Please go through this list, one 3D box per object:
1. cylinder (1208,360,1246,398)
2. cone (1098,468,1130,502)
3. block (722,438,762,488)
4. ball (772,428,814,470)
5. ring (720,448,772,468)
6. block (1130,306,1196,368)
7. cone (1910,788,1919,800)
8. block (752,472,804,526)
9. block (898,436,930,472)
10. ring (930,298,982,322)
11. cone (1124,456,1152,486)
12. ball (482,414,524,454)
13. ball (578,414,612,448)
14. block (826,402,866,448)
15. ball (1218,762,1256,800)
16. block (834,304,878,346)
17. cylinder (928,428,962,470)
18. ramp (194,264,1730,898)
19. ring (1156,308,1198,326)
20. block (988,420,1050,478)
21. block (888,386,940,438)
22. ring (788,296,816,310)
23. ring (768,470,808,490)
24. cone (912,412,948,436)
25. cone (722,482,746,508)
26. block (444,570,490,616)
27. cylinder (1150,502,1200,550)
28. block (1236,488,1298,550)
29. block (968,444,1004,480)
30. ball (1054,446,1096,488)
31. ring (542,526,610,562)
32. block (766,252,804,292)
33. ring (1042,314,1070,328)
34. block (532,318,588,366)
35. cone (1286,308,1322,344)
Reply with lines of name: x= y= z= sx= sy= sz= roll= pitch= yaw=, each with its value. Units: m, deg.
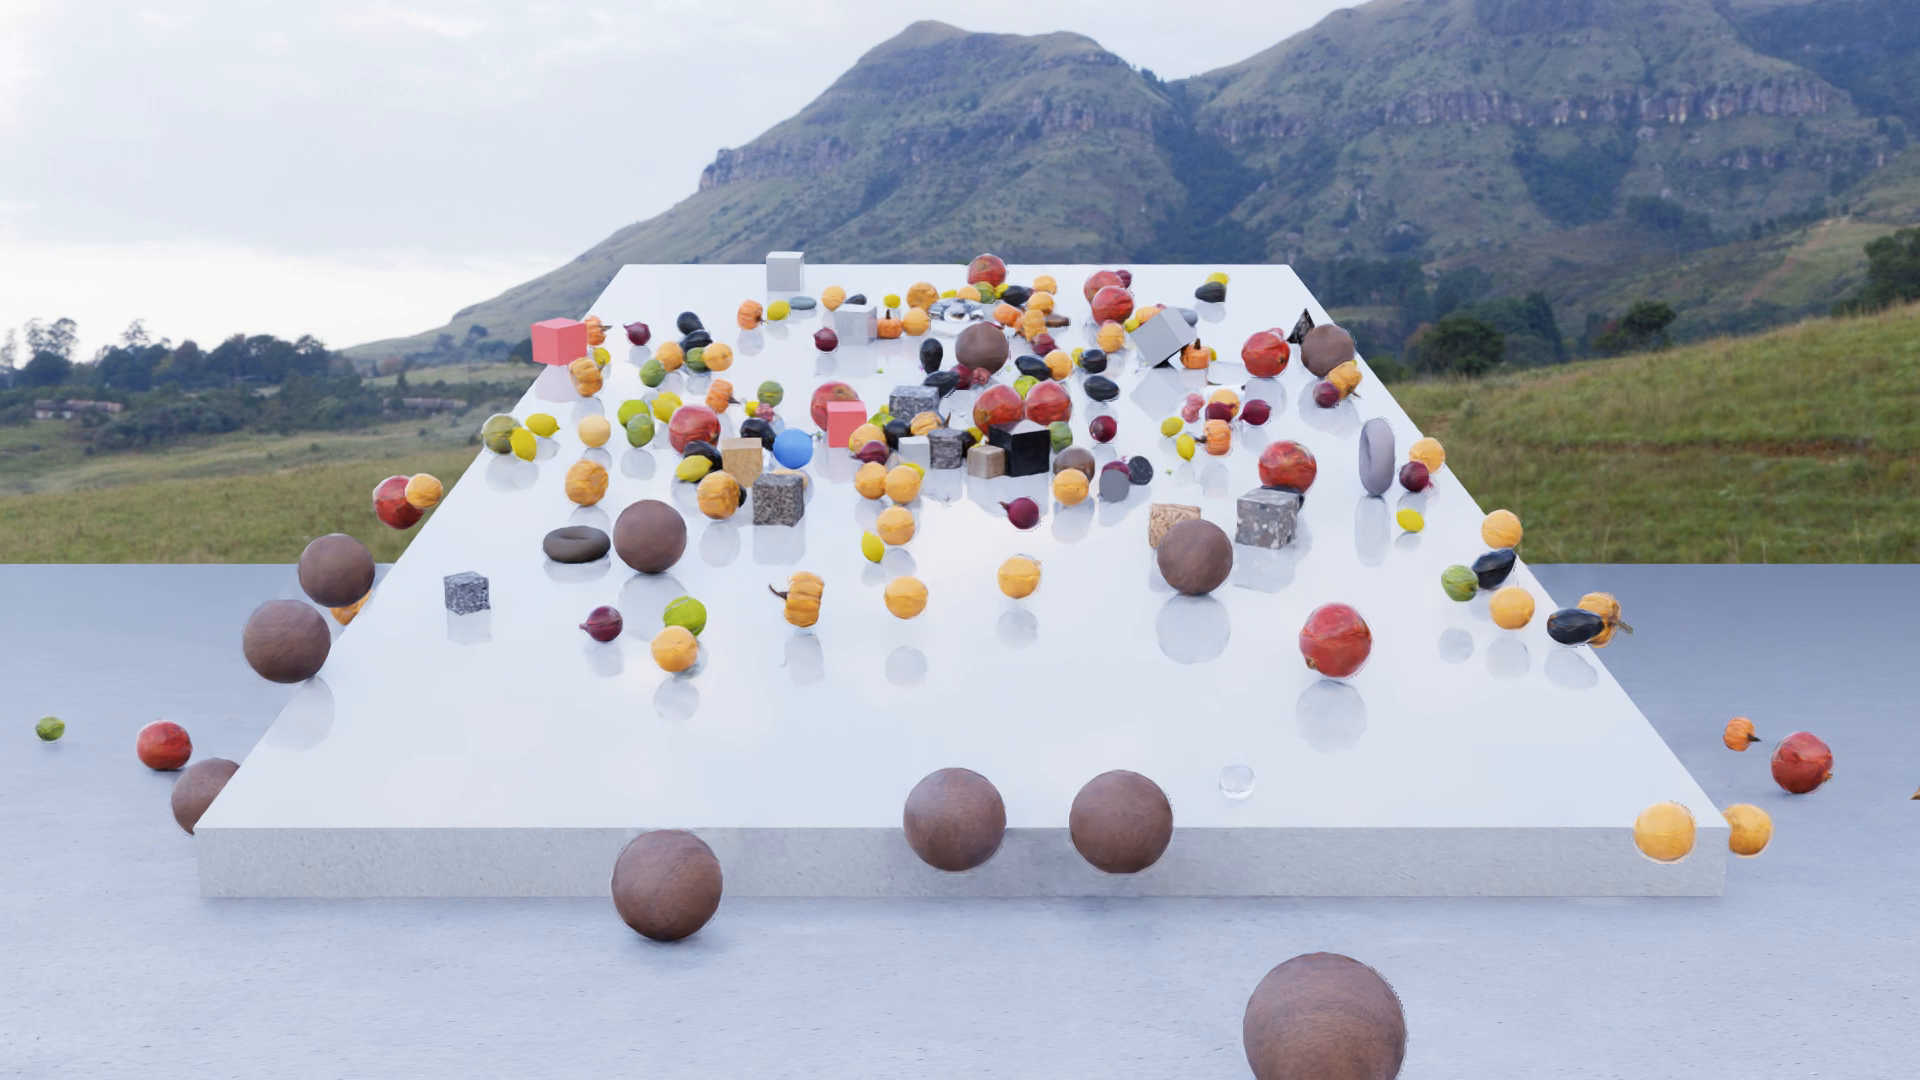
cylinder: x=0.611 y=-0.369 z=5.115 sx=0.085 sy=0.085 sz=0.085 roll=2 pitch=0 yaw=6
cone: x=0.285 y=-0.099 z=4.350 sx=0.067 sy=0.067 sz=0.067 roll=0 pitch=-11 yaw=-25
block: x=-0.434 y=-0.154 z=4.441 sx=0.079 sy=0.079 sz=0.079 roll=-2 pitch=18 yaw=-6
ball: x=-0.339 y=-0.185 z=4.532 sx=0.083 sy=0.083 sz=0.083 roll=0 pitch=0 yaw=0
ring: x=-0.437 y=-0.165 z=4.549 sx=0.105 sy=0.035 sz=0.105 roll=-1 pitch=17 yaw=0
block: x=0.495 y=-0.496 z=5.426 sx=0.100 sy=0.100 sz=0.100 roll=-35 pitch=-1 yaw=31
cone: x=1.781 y=0.463 z=4.105 sx=0.068 sy=0.068 sz=0.068 roll=-27 pitch=-3 yaw=5
block: x=-0.342 y=-0.076 z=4.193 sx=0.079 sy=0.079 sz=0.079 roll=3 pitch=18 yaw=10
block: x=-0.093 y=-0.176 z=4.548 sx=0.057 sy=0.057 sz=0.057 roll=-2 pitch=18 yaw=-8
ring: x=-0.011 y=-0.614 z=5.956 sx=0.143 sy=0.048 sz=0.143 roll=1 pitch=16 yaw=0
cone: x=0.342 y=-0.133 z=4.461 sx=0.062 sy=0.062 sz=0.062 roll=0 pitch=-12 yaw=-31
ball: x=-0.951 y=-0.221 z=4.637 sx=0.086 sy=0.086 sz=0.086 roll=0 pitch=0 yaw=0
ball: x=-0.770 y=-0.230 z=4.694 sx=0.070 sy=0.070 sz=0.070 roll=0 pitch=0 yaw=0
block: x=-0.241 y=-0.244 z=4.725 sx=0.080 sy=0.080 sz=0.080 roll=-2 pitch=18 yaw=-5
ball: x=0.370 y=0.323 z=2.978 sx=0.050 sy=0.050 sz=0.050 roll=0 pitch=0 yaw=0
block: x=-0.265 y=-0.548 z=5.679 sx=0.086 sy=0.086 sz=0.086 roll=5 pitch=18 yaw=14
cylinder: x=-0.030 y=-0.186 z=4.560 sx=0.070 sy=0.070 sz=0.070 roll=0 pitch=17 yaw=0
ramp: x=-0.003 y=-0.180 z=4.822 sx=2.000 sy=0.100 sz=4.000 roll=0 pitch=17 yaw=0
ring: x=0.573 y=-0.588 z=5.890 sx=0.114 sy=0.038 sz=0.114 roll=1 pitch=17 yaw=0
block: x=0.120 y=-0.186 z=4.525 sx=0.090 sy=0.090 sz=0.090 roll=-10 pitch=20 yaw=-28
block: x=-0.098 y=-0.274 z=4.797 sx=0.094 sy=0.094 sz=0.094 roll=2 pitch=18 yaw=8
ring: x=-0.432 y=-0.647 z=6.093 sx=0.080 sy=0.027 sz=0.080 roll=1 pitch=18 yaw=0
ring: x=-0.345 y=-0.115 z=4.397 sx=0.094 sy=0.031 sz=0.094 roll=0 pitch=19 yaw=0
cone: x=-0.049 y=-0.224 z=4.735 sx=0.081 sy=0.081 sz=0.081 roll=0 pitch=-10 yaw=20
cone: x=-0.430 y=-0.082 z=4.304 sx=0.050 sy=0.050 sz=0.050 roll=0 pitch=-9 yaw=8
block: x=-0.821 y=0.088 z=3.712 sx=0.054 sy=0.054 sz=0.054 roll=-14 pitch=22 yaw=-37
cylinder: x=0.388 y=-0.024 z=4.020 sx=0.082 sy=0.082 sz=0.082 roll=4 pitch=0 yaw=13
block: x=0.560 y=-0.039 z=4.069 sx=0.084 sy=0.084 sz=0.084 roll=10 pitch=20 yaw=30
block: x=0.052 y=-0.157 z=4.493 sx=0.054 sy=0.054 sz=0.054 roll=17 pitch=24 yaw=42
ball: x=0.226 y=-0.144 z=4.398 sx=0.086 sy=0.086 sz=0.086 roll=0 pitch=0 yaw=0
ring: x=-0.686 y=0.008 z=3.992 sx=0.121 sy=0.040 sz=0.121 roll=1 pitch=18 yaw=0
block: x=-0.497 y=-0.765 z=6.351 sx=0.095 sy=0.095 sz=0.095 roll=1 pitch=18 yaw=4
ring: x=0.252 y=-0.578 z=5.879 sx=0.075 sy=0.025 sz=0.075 roll=1 pitch=17 yaw=0
block: x=-0.981 y=-0.485 z=5.464 sx=0.094 sy=0.094 sz=0.094 roll=14 pitch=22 yaw=38
cone: x=0.880 y=-0.551 z=5.687 sx=0.090 sy=0.090 sz=0.090 roll=0 pitch=17 yaw=0
